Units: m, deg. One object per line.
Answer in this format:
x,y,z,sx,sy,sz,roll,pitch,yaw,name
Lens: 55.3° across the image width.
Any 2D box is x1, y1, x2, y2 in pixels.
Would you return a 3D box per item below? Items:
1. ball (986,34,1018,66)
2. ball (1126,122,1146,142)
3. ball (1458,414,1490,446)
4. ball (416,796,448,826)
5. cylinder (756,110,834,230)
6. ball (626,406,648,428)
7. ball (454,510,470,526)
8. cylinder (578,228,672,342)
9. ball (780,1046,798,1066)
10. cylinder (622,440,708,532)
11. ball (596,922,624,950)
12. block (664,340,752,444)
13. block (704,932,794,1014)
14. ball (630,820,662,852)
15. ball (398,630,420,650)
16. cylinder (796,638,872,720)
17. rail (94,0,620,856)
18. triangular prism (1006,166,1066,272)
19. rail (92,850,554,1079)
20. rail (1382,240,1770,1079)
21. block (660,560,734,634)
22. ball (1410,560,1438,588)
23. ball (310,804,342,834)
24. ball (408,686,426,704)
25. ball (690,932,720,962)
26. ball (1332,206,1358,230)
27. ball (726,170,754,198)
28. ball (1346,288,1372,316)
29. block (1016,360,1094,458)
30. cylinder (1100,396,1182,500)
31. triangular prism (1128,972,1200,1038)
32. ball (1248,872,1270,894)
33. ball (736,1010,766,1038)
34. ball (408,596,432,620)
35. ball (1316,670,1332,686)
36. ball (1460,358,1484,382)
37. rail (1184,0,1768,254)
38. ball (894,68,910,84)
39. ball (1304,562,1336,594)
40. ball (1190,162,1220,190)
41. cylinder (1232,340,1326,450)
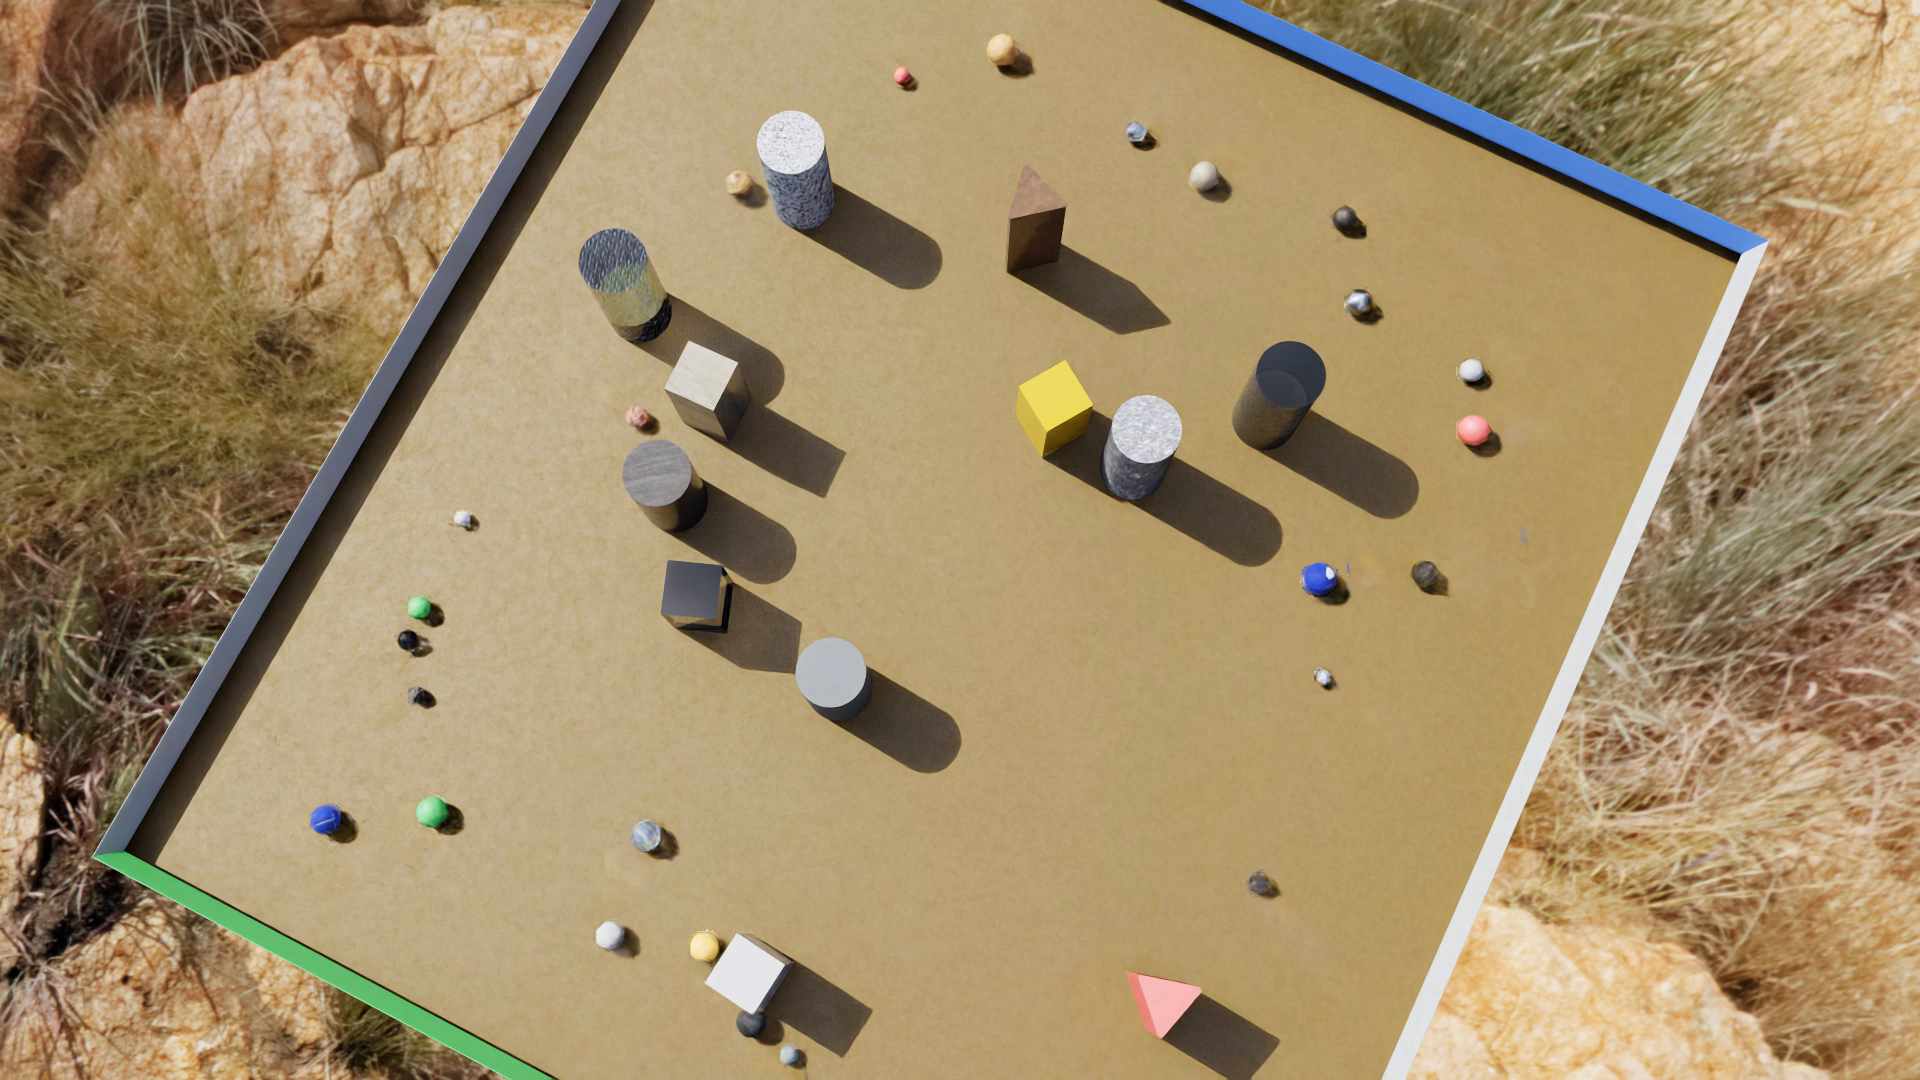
0.136,-1.575,5.892,0.100,0.100,0.100,0,78,0,ball
0.562,-1.304,5.853,0.066,0.066,0.066,0,78,0,ball
1.581,-0.338,5.638,0.096,0.096,0.096,0,78,0,ball
-1.558,0.802,5.406,0.088,0.088,0.088,0,78,0,ball
-0.499,-1.129,5.624,0.200,0.443,0.200,0,78,0,cylinder
-0.997,-0.380,5.661,0.068,0.068,0.068,0,78,0,ball
-1.522,-0.066,5.605,0.049,0.049,0.049,0,78,0,ball
-1.006,-0.763,5.539,0.200,0.462,0.200,0,78,0,cylinder
-0.493,1.485,5.281,0.055,0.055,0.055,0,78,0,ball
-0.876,-0.158,5.468,0.200,0.355,0.200,0,78,0,cylinder
-1.019,1.153,5.335,0.084,0.084,0.084,0,78,0,ball
-0.753,-0.440,5.514,0.160,0.380,0.160,24,79,5,block
-0.595,1.229,5.209,0.160,0.299,0.160,32,80,6,block
-0.925,0.869,5.390,0.091,0.091,0.091,0,78,0,ball
-1.663,0.302,5.522,0.063,0.063,0.063,0,78,0,ball
-0.366,0.409,5.355,0.200,0.347,0.200,0,78,0,cylinder
-1.609,-0.781,5.711,0.045,0.130,3.928,26,80,5,rail
0.211,-0.985,5.589,0.173,0.454,0.150,-13,79,-3,triangular prism
-0.868,1.706,5.196,3.646,0.130,0.045,26,80,5,rail
1.609,0.795,5.385,0.045,0.130,3.928,26,80,5,rail
-0.778,0.171,5.443,0.160,0.271,0.160,6,78,1,block
1.408,0.102,5.554,0.081,0.081,0.081,0,78,0,ball
-1.871,0.824,5.402,0.087,0.087,0.087,0,78,0,ball
-1.630,0.463,5.494,0.052,0.052,0.052,0,78,0,ball
-0.743,1.184,5.328,0.085,0.085,0.085,0,78,0,ball
1.215,-1.017,5.788,0.077,0.077,0.077,0,78,0,ball
-0.699,-1.127,5.806,0.087,0.087,0.087,0,78,0,ball
1.247,-0.743,5.728,0.083,0.083,0.083,0,78,0,ball
0.282,-0.392,5.536,0.160,0.316,0.160,-30,80,-6,block
0.532,-0.269,5.437,0.200,0.461,0.200,0,78,0,cylinder
0.546,1.277,5.175,0.150,0.347,0.173,41,81,8,triangular prism
0.876,1.006,5.374,0.066,0.066,0.066,0,78,0,ball
-0.601,1.389,5.280,0.086,0.086,0.086,0,78,0,ball
-1.634,0.206,5.539,0.069,0.069,0.069,0,78,0,ball
1.092,0.413,5.507,0.046,0.046,0.046,0,78,0,ball
1.587,-0.526,5.689,0.072,0.072,0.072,0,78,0,ball
0.868,-1.693,5.900,3.646,0.130,0.045,26,80,5,rail
-0.188,-1.493,5.898,0.054,0.054,0.054,0,78,0,ball
1.088,0.116,5.542,0.099,0.099,0.099,0,78,0,ball
0.776,-1.154,5.808,0.093,0.093,0.093,0,78,0,ball
0.945,-0.424,5.461,0.200,0.477,0.200,0,78,0,cylinder
